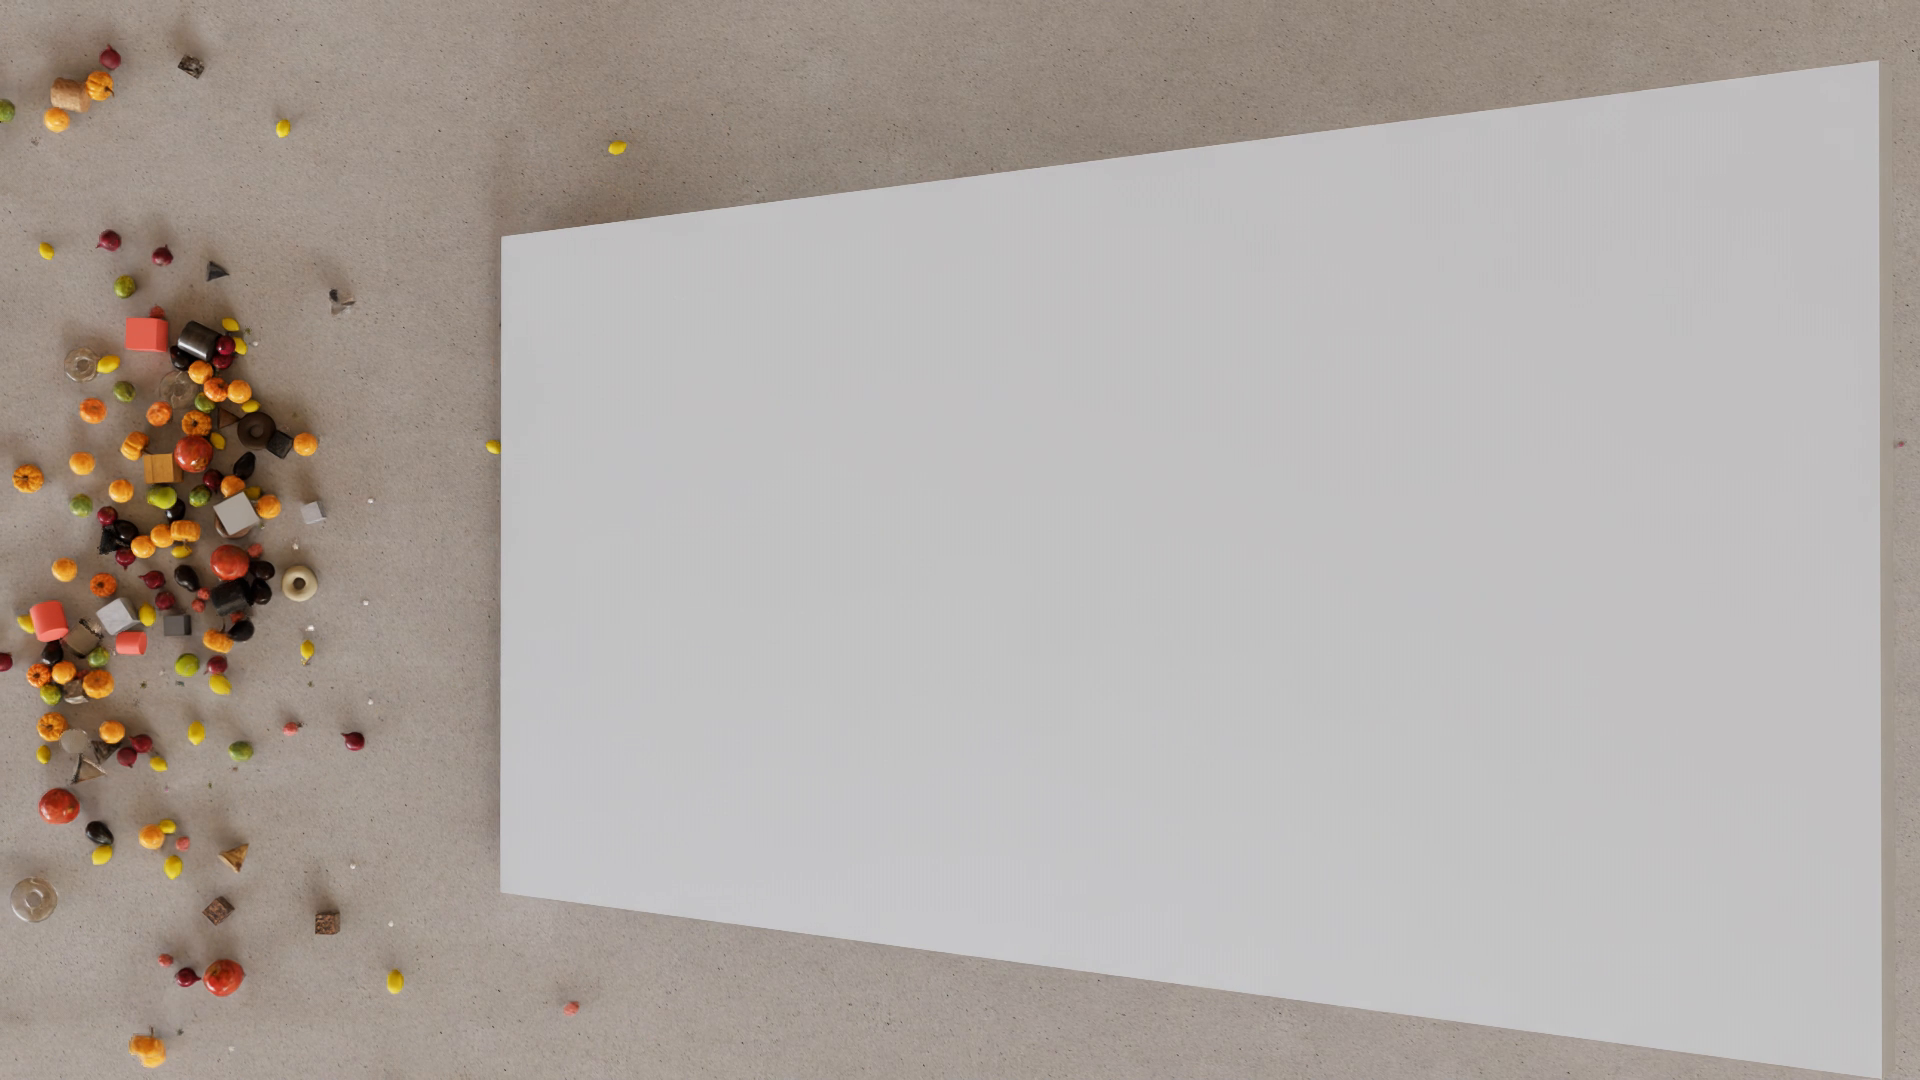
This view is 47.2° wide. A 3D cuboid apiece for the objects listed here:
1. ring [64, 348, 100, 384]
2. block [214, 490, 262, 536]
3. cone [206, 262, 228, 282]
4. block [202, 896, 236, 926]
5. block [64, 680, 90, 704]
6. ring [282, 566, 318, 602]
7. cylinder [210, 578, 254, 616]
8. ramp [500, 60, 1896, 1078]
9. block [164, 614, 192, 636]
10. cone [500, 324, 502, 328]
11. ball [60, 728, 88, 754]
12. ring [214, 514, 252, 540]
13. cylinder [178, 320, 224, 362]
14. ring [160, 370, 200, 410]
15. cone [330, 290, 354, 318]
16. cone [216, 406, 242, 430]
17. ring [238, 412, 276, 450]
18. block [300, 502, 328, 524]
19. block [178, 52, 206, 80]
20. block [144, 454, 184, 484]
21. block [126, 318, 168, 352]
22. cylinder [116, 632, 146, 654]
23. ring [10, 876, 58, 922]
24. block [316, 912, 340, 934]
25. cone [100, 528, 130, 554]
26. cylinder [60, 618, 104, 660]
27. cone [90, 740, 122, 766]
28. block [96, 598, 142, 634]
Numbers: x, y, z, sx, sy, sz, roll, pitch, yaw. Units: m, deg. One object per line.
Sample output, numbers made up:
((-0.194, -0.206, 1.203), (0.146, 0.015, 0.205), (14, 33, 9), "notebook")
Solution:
((-2.703, -0.538, 6.774), (0.113, 0.038, 0.113), (0, 89, -1), "ring")
((-2.200, -0.084, 6.700), (0.100, 0.100, 0.100), (-28, 100, -10), "block")
((-2.286, -0.823, 6.780), (0.063, 0.063, 0.063), (6, 90, -27), "cone")
((-2.276, 1.138, 6.751), (0.058, 0.058, 0.058), (44, 90, 0), "block")
((-2.712, 0.467, 6.750), (0.054, 0.054, 0.054), (-9, 68, 0), "block")
((-2.033, 0.133, 6.769), (0.112, 0.037, 0.112), (0, 90, -1), "ring")
((-2.230, 0.173, 6.740), (0.094, 0.094, 0.094), (-19, 90, 0), "cylinder")
((0.233, 0.065, 5.553), (4.000, 0.100, 2.000), (0, 89, 37), "ramp")
((-2.404, 0.263, 6.756), (0.062, 0.062, 0.062), (-3, 90, 0), "block")
((-1.386, -0.645, 6.781), (0.055, 0.055, 0.055), (-17, 116, 0), "cone")
((-2.716, 0.617, 6.744), (0.079, 0.079, 0.079), (0, 90, 0), "ball")
((-2.237, -0.056, 6.769), (0.113, 0.038, 0.113), (0, 90, -4), "ring")
((-2.329, -0.609, 6.745), (0.096, 0.096, 0.096), (26, 90, 0), "cylinder")
((-2.405, -0.462, 6.772), (0.123, 0.041, 0.123), (0, 90, -1), "ring")
((-1.919, -0.714, 6.776), (0.080, 0.080, 0.080), (34, 116, 0), "cone")
((-2.246, -0.373, 6.775), (0.072, 0.072, 0.072), (2, 90, -26), "cone")
((-2.165, -0.336, 6.771), (0.120, 0.040, 0.120), (0, 90, -1), "ring")
((-1.988, -0.084, 6.762), (0.054, 0.054, 0.054), (-21, 90, 0), "block")
((-2.365, -1.460, 6.773), (0.053, 0.053, 0.053), (31, 90, 0), "block")
((-2.443, -0.217, 6.747), (0.087, 0.087, 0.087), (-4, 90, 0), "block")
((-2.495, -0.629, 6.746), (0.094, 0.094, 0.094), (2, 90, 0), "block")
((-2.544, 0.317, 6.752), (0.069, 0.069, 0.069), (3, 90, -2), "cylinder")
((-2.846, 1.106, 6.757), (0.143, 0.048, 0.143), (0, 90, -1), "ring")
((-1.941, 1.177, 6.750), (0.059, 0.059, 0.059), (1, 90, 0), "block")
((-2.596, 0.012, 6.769), (0.085, 0.085, 0.085), (12, 90, -27), "cone")
((-2.692, 0.303, 6.742), (0.088, 0.088, 0.088), (42, 90, 0), "cylinder")
((-2.618, 0.640, 6.765), (0.083, 0.083, 0.083), (-22, 90, -27), "cone")
((-2.578, 0.233, 6.745), (0.083, 0.083, 0.083), (-32, 90, 0), "block")
